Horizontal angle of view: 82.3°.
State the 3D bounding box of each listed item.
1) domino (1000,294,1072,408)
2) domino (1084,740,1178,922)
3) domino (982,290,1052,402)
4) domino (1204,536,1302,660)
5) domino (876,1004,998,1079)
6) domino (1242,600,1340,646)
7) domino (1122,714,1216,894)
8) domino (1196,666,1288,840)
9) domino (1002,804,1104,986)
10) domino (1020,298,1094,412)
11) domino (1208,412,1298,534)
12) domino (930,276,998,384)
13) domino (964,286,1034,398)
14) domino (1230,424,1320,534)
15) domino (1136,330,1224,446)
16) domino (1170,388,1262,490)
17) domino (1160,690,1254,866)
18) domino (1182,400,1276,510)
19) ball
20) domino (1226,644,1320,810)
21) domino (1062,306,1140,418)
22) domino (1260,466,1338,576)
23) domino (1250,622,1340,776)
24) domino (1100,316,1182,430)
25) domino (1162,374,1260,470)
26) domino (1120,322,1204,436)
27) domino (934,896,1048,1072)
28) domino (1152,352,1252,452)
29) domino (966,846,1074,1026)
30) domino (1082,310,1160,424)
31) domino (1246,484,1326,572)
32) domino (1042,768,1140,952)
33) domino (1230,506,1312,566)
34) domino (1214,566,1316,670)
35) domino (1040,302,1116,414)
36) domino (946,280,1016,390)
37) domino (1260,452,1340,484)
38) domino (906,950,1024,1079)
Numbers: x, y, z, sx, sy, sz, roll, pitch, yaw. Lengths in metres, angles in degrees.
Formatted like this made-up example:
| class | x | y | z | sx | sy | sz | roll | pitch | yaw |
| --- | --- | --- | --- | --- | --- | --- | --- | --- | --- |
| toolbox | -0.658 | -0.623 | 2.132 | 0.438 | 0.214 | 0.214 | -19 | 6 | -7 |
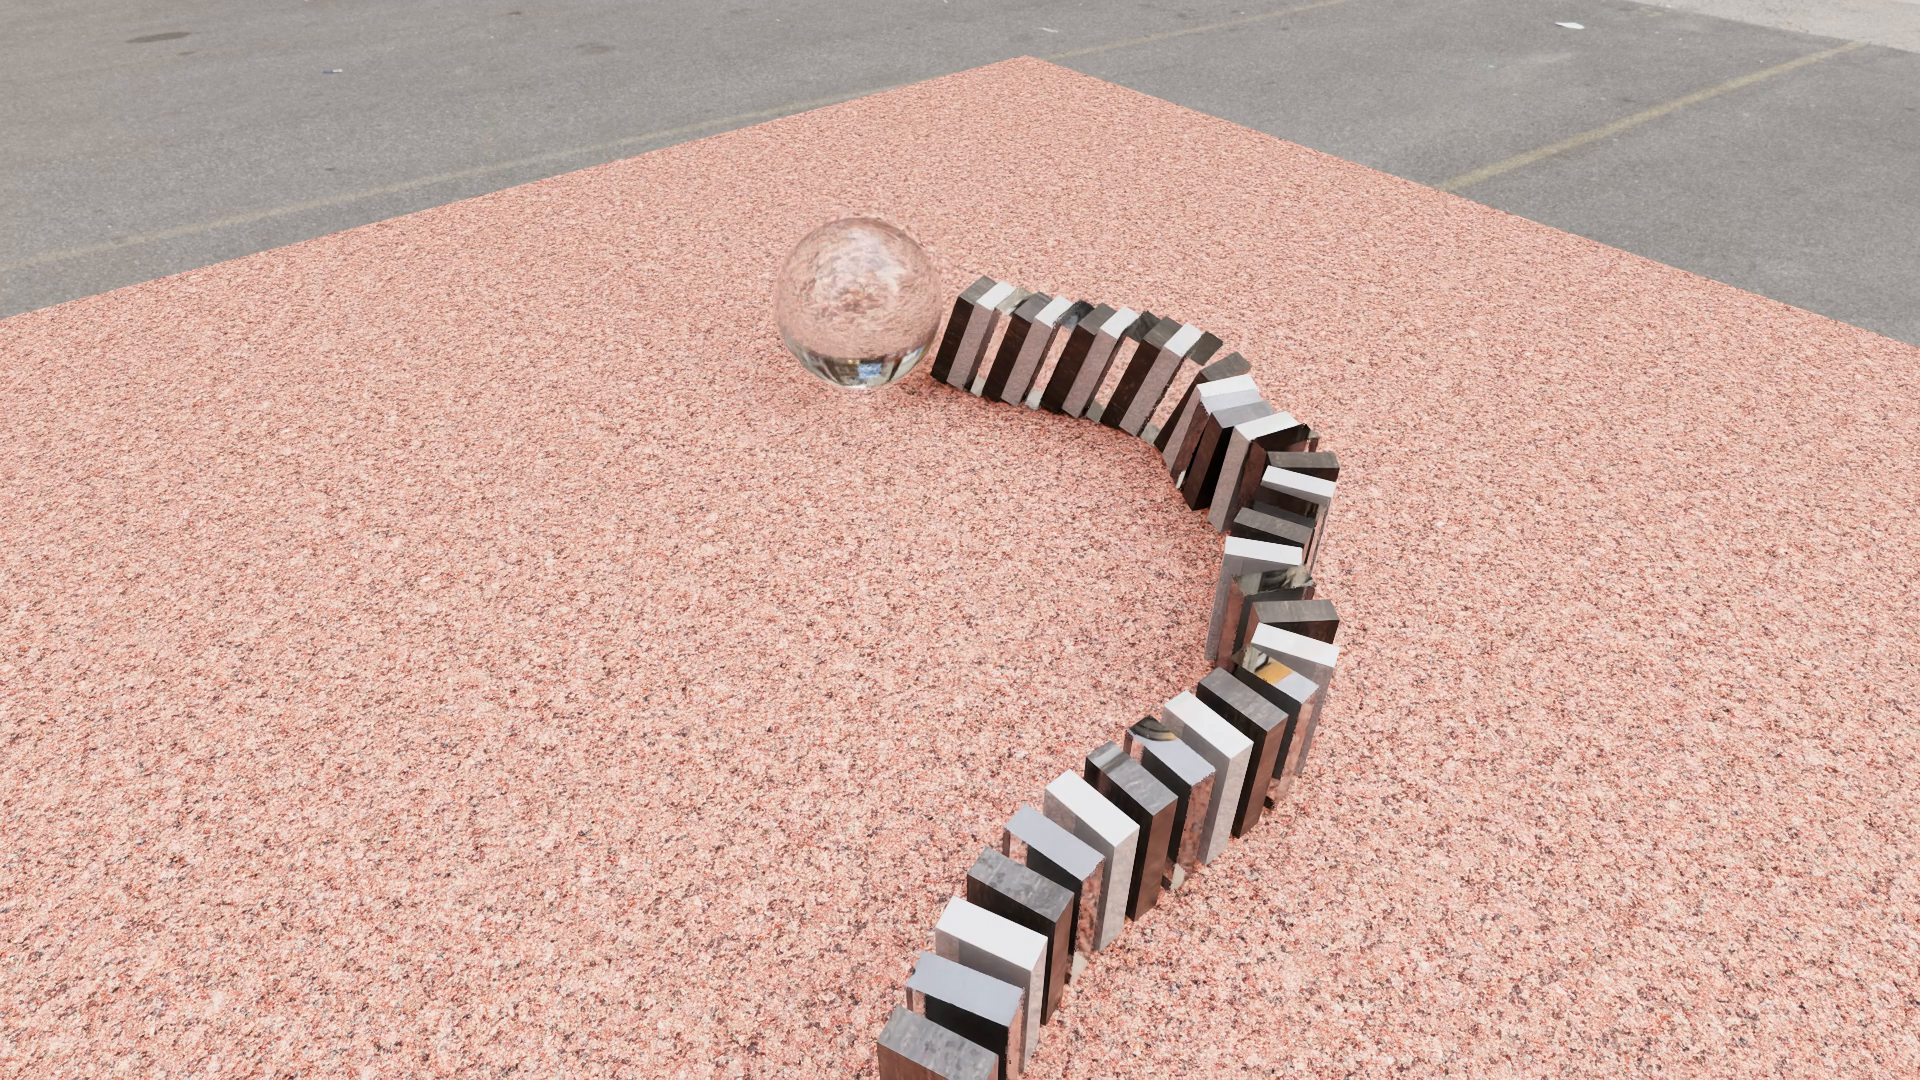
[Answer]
| class | x | y | z | sx | sy | sz | roll | pitch | yaw |
| --- | --- | --- | --- | --- | --- | --- | --- | --- | --- |
| domino | 0.037 | -0.089 | 0.519 | 0.010 | 0.050 | 0.025 | 34 | 47 | 9 |
| domino | 0.046 | 0.083 | 0.310 | 0.009 | 0.050 | 0.025 | -27 | 46 | -29 |
| domino | 0.027 | -0.091 | 0.523 | 0.009 | 0.050 | 0.025 | 34 | 47 | 9 |
| domino | 0.101 | 0.023 | 0.384 | 0.025 | 0.050 | 0.010 | 10 | 40 | 11 |
| domino | -0.005 | 0.129 | 0.254 | 0.025 | 0.050 | 0.010 | 18 | 43 | 21 |
| domino | 0.105 | 0.042 | 0.361 | 0.025 | 0.050 | 0.009 | -2 | 39 | -3 |
| domino | 0.058 | 0.077 | 0.318 | 0.010 | 0.050 | 0.025 | -26 | 46 | -28 |
| domino | 0.081 | 0.065 | 0.332 | 0.010 | 0.050 | 0.025 | -28 | 47 | -30 |
| domino | 0.024 | 0.096 | 0.295 | 0.025 | 0.050 | 0.009 | 28 | 47 | 30 |
| domino | 0.046 | -0.087 | 0.517 | 0.009 | 0.050 | 0.025 | 36 | 48 | 11 |
| domino | 0.118 | -0.027 | 0.444 | 0.025 | 0.050 | 0.009 | -17 | 49 | -20 |
| domino | 0.002 | -0.102 | 0.536 | 0.009 | 0.050 | 0.025 | 34 | 47 | 9 |
| domino | 0.019 | -0.095 | 0.527 | 0.009 | 0.050 | 0.025 | 34 | 47 | 9 |
| domino | 0.124 | -0.020 | 0.436 | 0.025 | 0.050 | 0.010 | -17 | 44 | -20 |
| domino | 0.099 | -0.068 | 0.494 | 0.009 | 0.050 | 0.025 | 36 | 48 | 10 |
| domino | 0.107 | -0.041 | 0.462 | 0.025 | 0.050 | 0.010 | -11 | 58 | -13 |
| domino | 0.070 | 0.071 | 0.325 | 0.009 | 0.050 | 0.025 | -27 | 46 | -29 |
| domino | 0.110 | -0.034 | 0.452 | 0.025 | 0.050 | 0.010 | -13 | 54 | -15 |
| ball | -0.048 | -0.113 | 0.525 | 0.080 | 0.080 | 0.080 | 0 | 39 | 0 |
| domino | 0.093 | 0.058 | 0.340 | 0.025 | 0.050 | 0.010 | 32 | 49 | 33 |
| domino | 0.065 | -0.082 | 0.512 | 0.009 | 0.050 | 0.025 | 36 | 48 | 11 |
| domino | 0.123 | -0.002 | 0.414 | 0.025 | 0.050 | 0.009 | 17 | 43 | 20 |
| domino | 0.102 | 0.051 | 0.349 | 0.025 | 0.050 | 0.009 | 17 | 42 | 20 |
| domino | 0.083 | -0.076 | 0.504 | 0.010 | 0.050 | 0.025 | 36 | 48 | 11 |
| domino | 0.107 | -0.050 | 0.472 | 0.025 | 0.050 | 0.009 | -14 | 62 | -16 |
| domino | 0.091 | -0.072 | 0.500 | 0.010 | 0.050 | 0.025 | 36 | 48 | 10 |
| domino | 0.007 | 0.112 | 0.275 | 0.025 | 0.050 | 0.010 | 18 | 42 | 20 |
| domino | 0.106 | -0.059 | 0.484 | 0.025 | 0.050 | 0.010 | -29 | 70 | -30 |
| domino | 0.015 | 0.103 | 0.285 | 0.025 | 0.050 | 0.010 | 22 | 44 | 25 |
| domino | 0.075 | -0.080 | 0.508 | 0.009 | 0.050 | 0.025 | 36 | 48 | 11 |
| domino | 0.116 | 0.006 | 0.404 | 0.025 | 0.050 | 0.009 | 21 | 44 | 24 |
| domino | 0.034 | 0.089 | 0.303 | 0.010 | 0.050 | 0.025 | -30 | 48 | -31 |
| domino | 0.108 | 0.014 | 0.394 | 0.025 | 0.050 | 0.009 | 20 | 43 | 22 |
| domino | 0.102 | 0.032 | 0.372 | 0.025 | 0.050 | 0.009 | -8 | 40 | -10 |
| domino | 0.056 | -0.085 | 0.514 | 0.010 | 0.050 | 0.025 | 36 | 48 | 11 |
| domino | 0.010 | -0.098 | 0.531 | 0.009 | 0.050 | 0.025 | 34 | 47 | 9 |
| domino | 0.128 | -0.011 | 0.425 | 0.025 | 0.050 | 0.010 | 1 | 41 | 1 |
| domino | 0.001 | 0.120 | 0.264 | 0.025 | 0.050 | 0.009 | 15 | 42 | 18 |
